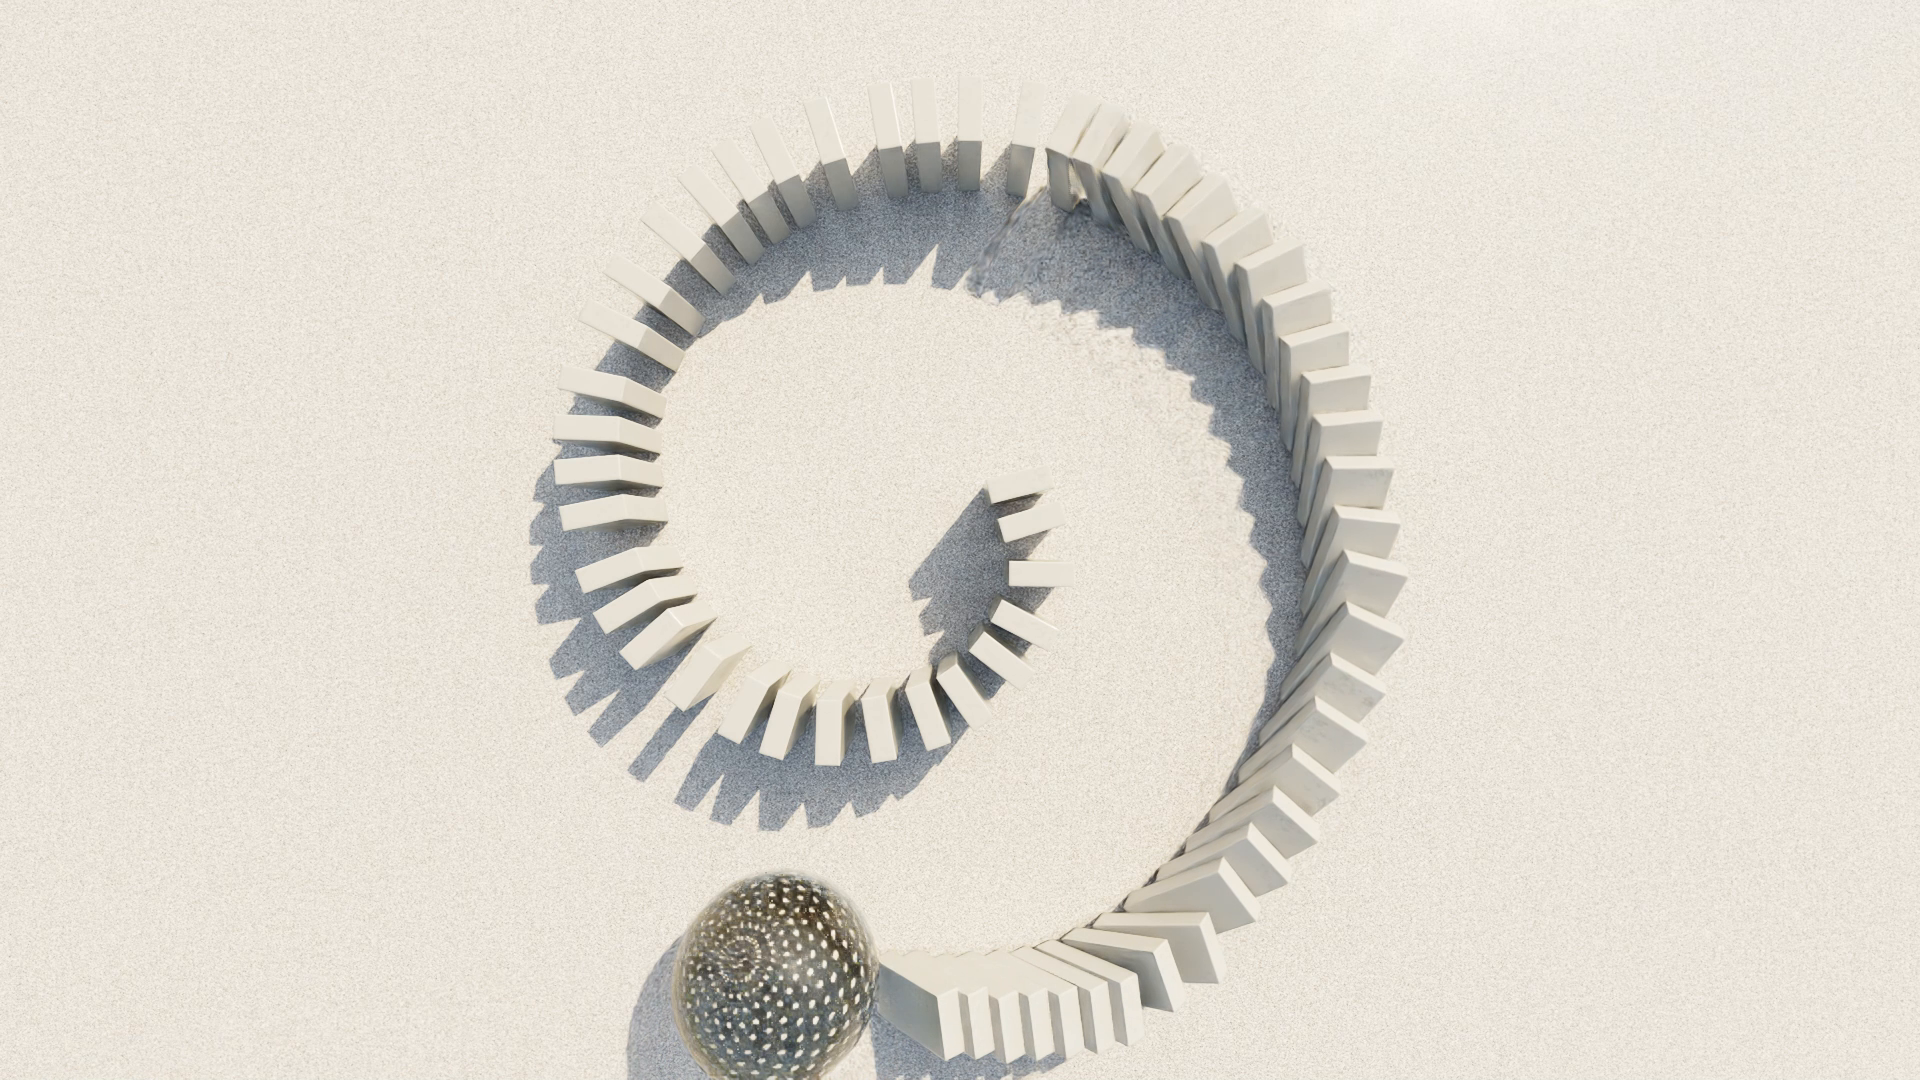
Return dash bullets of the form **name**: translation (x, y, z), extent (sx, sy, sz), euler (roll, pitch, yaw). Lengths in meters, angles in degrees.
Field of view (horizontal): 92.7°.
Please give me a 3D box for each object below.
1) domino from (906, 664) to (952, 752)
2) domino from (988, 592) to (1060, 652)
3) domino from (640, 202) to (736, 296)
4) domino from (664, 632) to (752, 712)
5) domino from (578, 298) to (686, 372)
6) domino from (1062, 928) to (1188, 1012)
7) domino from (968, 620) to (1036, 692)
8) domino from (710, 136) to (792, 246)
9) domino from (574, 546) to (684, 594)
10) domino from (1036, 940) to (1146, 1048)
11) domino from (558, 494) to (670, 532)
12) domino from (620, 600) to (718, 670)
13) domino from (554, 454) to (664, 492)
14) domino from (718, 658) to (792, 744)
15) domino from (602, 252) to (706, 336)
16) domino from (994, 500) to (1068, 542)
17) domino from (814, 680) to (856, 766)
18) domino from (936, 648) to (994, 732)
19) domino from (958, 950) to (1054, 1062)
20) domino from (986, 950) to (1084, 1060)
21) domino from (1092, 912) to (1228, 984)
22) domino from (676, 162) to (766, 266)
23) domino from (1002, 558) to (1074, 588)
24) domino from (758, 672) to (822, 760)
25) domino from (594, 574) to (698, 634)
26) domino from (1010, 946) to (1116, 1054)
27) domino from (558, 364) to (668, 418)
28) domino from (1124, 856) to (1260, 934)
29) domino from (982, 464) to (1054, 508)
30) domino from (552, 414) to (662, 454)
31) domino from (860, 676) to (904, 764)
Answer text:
- **domino**: translation (-0.012, 0.067, 0.375), extent (0.010, 0.050, 0.025), euler (-20, 90, 0)
- **domino**: translation (0.025, 0.033, 0.375), extent (0.025, 0.050, 0.009), euler (28, 90, 0)
- **domino**: translation (-0.110, -0.118, 0.375), extent (0.025, 0.050, 0.009), euler (40, 90, 0)
- **domino**: translation (-0.102, 0.053, 0.375), extent (0.009, 0.050, 0.025), euler (37, 90, 0)
- **domino**: translation (-0.133, -0.083, 0.375), extent (0.025, 0.050, 0.009), euler (26, 90, 0)
- **domino**: translation (0.067, 0.176, 0.378), extent (0.009, 0.050, 0.025), euler (-19, 90, -42)
- **domino**: translation (0.016, 0.047, 0.375), extent (0.025, 0.050, 0.010), euler (38, 90, 0)
- **domino**: translation (-0.084, -0.141, 0.375), extent (0.009, 0.050, 0.025), euler (-35, 90, 0)
- **domino**: translation (-0.134, 0.012, 0.375), extent (0.025, 0.050, 0.009), euler (-21, 90, 0)
- **domino**: translation (0.053, 0.185, 0.377), extent (0.010, 0.050, 0.025), euler (-7, 90, -36)
- **domino**: translation (-0.140, -0.010, 0.375), extent (0.025, 0.050, 0.010), euler (-11, 90, 0)
- **domino**: translation (-0.118, 0.038, 0.375), extent (0.025, 0.050, 0.009), euler (-42, 90, 0)
- **domino**: translation (-0.142, -0.027, 0.375), extent (0.025, 0.050, 0.010), euler (-5, 90, 0)
- **domino**: translation (-0.083, 0.065, 0.375), extent (0.009, 0.050, 0.025), euler (27, 90, 0)
- **domino**: translation (-0.124, -0.099, 0.375), extent (0.025, 0.050, 0.010), euler (33, 90, 0)
- **domino**: translation (0.028, -0.007, 0.375), extent (0.025, 0.050, 0.010), euler (-17, 90, 0)
- **domino**: translation (-0.050, 0.074, 0.375), extent (0.009, 0.050, 0.025), euler (2, 90, 0)
- **domino**: translation (0.002, 0.060, 0.375), extent (0.009, 0.050, 0.025), euler (-35, 90, 0)
- **domino**: translation (0.018, 0.190, 0.377), extent (0.010, 0.050, 0.025), euler (-7, 90, -35)
- **domino**: translation (0.029, 0.190, 0.377), extent (0.009, 0.050, 0.025), euler (-7, 90, -35)
- **domino**: translation (0.083, 0.169, 0.381), extent (0.050, 0.009, 0.025), euler (-18, 91, 36)
- **domino**: translation (-0.096, -0.132, 0.375), extent (0.009, 0.050, 0.025), euler (-42, 90, 0)
- **domino**: translation (0.031, 0.013, 0.375), extent (0.025, 0.050, 0.009), euler (1, 90, 0)
- **domino**: translation (-0.069, 0.071, 0.375), extent (0.009, 0.050, 0.025), euler (17, 90, 0)
- **domino**: translation (-0.127, 0.026, 0.375), extent (0.025, 0.050, 0.009), euler (-31, 90, 0)
- **domino**: translation (0.041, 0.188, 0.377), extent (0.009, 0.050, 0.025), euler (-7, 90, -36)
- **domino**: translation (-0.141, -0.060, 0.375), extent (0.025, 0.050, 0.009), euler (12, 90, 0)
- **domino**: translation (0.096, 0.153, 0.382), extent (0.050, 0.009, 0.025), euler (-38, 90, 34)
- **domino**: translation (0.023, -0.022, 0.375), extent (0.025, 0.050, 0.009), euler (-14, 90, 0)
- **domino**: translation (-0.143, -0.043, 0.375), extent (0.025, 0.050, 0.009), euler (2, 90, 0)
- **domino**: translation (-0.031, 0.072, 0.375), extent (0.010, 0.050, 0.025), euler (-10, 90, 0)
